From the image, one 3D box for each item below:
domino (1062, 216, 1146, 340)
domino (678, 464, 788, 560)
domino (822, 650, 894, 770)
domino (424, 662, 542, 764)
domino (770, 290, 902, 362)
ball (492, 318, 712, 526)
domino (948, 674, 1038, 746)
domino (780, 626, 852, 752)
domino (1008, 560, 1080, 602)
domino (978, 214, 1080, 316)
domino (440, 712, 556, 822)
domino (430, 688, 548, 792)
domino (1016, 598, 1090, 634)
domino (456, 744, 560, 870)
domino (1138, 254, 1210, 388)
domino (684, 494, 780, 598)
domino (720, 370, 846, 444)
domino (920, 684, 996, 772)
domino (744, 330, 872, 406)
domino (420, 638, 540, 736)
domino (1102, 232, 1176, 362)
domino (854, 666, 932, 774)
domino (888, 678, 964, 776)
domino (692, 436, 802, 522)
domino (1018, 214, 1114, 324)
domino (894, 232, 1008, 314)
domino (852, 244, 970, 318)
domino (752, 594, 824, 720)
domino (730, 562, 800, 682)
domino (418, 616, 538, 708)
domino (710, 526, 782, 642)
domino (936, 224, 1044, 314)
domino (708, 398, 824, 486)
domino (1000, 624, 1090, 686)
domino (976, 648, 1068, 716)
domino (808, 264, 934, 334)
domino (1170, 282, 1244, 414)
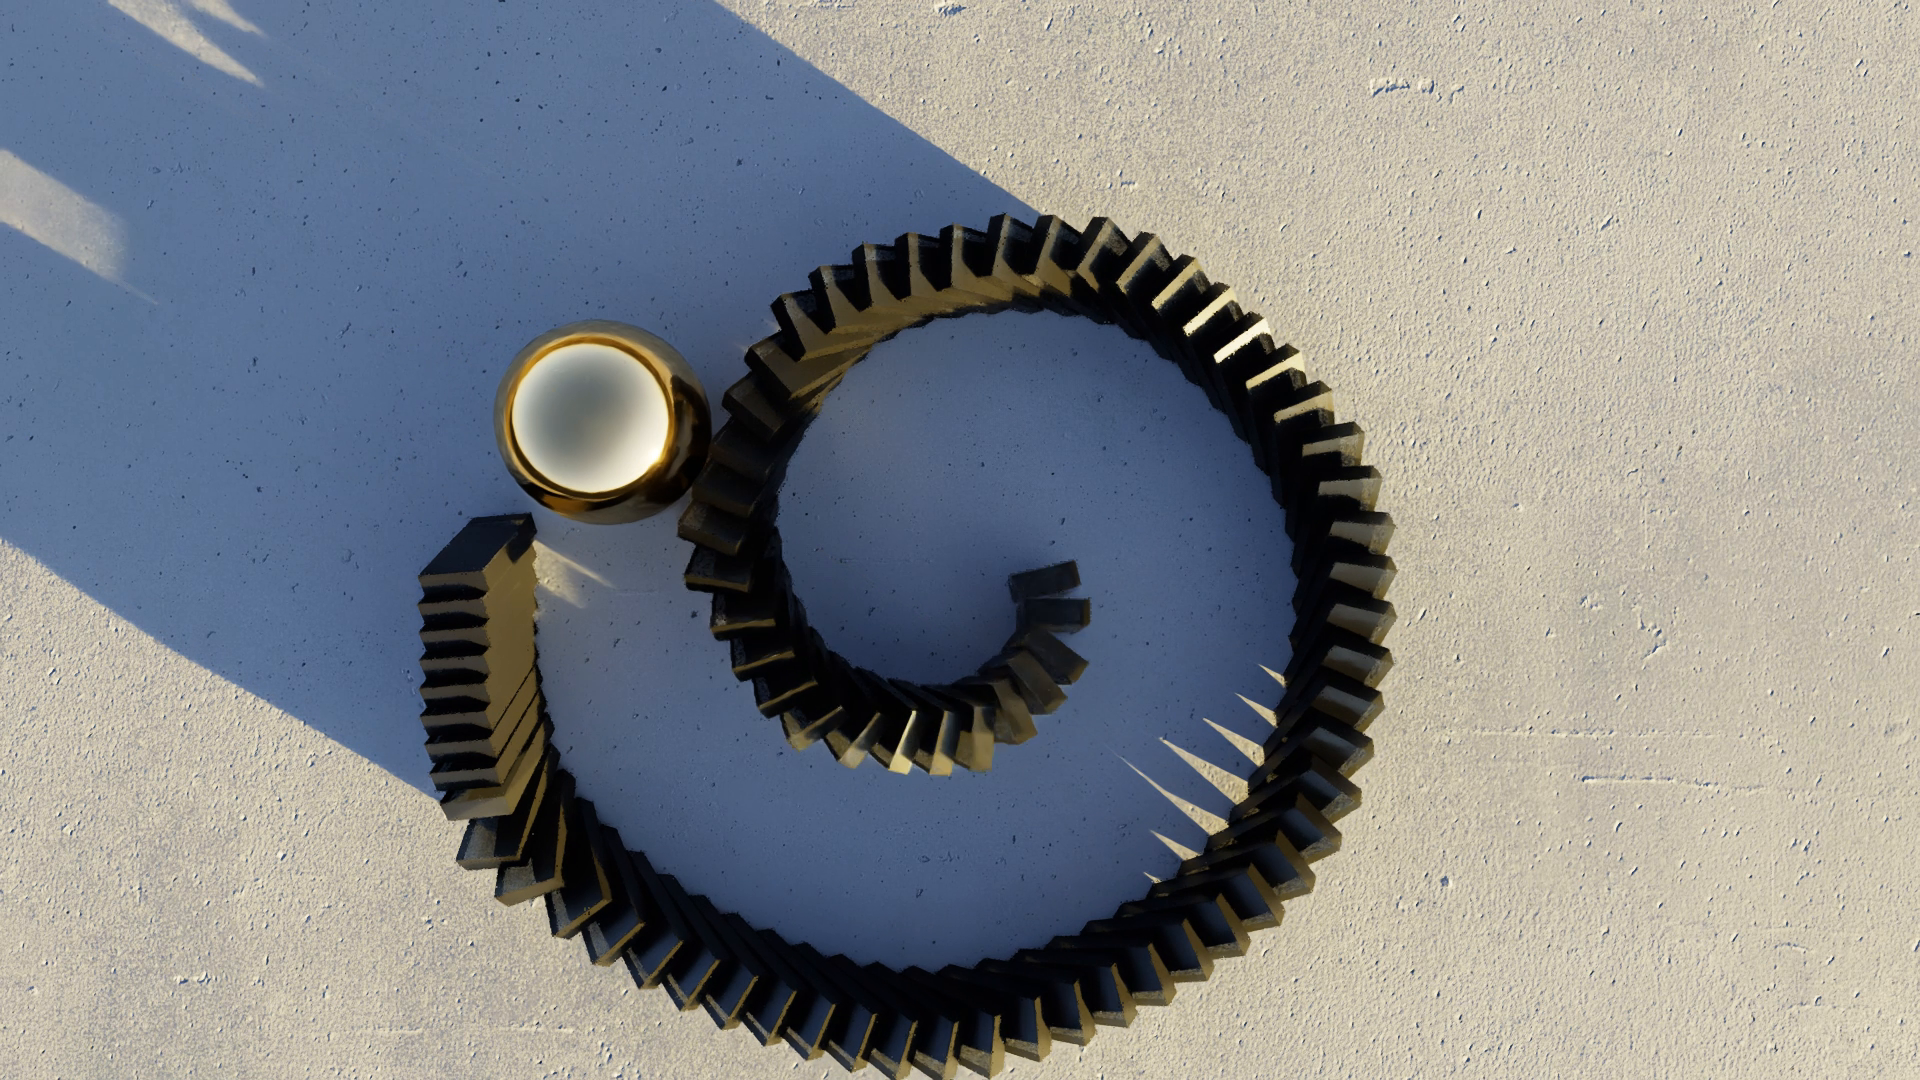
[{"bbox_3d":[0.067,-0.108,0.381,0.050,0.010,0.025,32,89,-38],"label":"domino"},{"bbox_3d":[-0.094,-0.017,0.380,0.025,0.010,0.050,21,49,0],"label":"domino"},{"bbox_3d":[-0.049,0.069,0.378,0.025,0.050,0.010,-51,129,0],"label":"domino"},{"bbox_3d":[-0.194,0.070,0.376,0.025,0.050,0.009,-5,118,0],"label":"domino"},{"bbox_3d":[-0.051,-0.092,0.381,0.050,0.009,0.025,-24,89,-39],"label":"domino"},{"bbox_3d":[-0.139,-0.046,0.360,0.080,0.080,0.080,0,90,0],"label":"ball"},{"bbox_3d":[0.013,0.069,0.375,0.010,0.050,0.025,-22,90,-23],"label":"domino"},{"bbox_3d":[-0.064,0.060,0.378,0.025,0.050,0.010,-32,131,0],"label":"domino"},{"bbox_3d":[0.034,0.018,0.375,0.025,0.050,0.009,-13,85,0],"label":"domino"},{"bbox_3d":[0.032,-0.113,0.381,0.050,0.009,0.025,12,90,-37],"label":"domino"},{"bbox_3d":[-0.188,0.092,0.376,0.025,0.050,0.010,-7,119,0],"label":"domino"},{"bbox_3d":[-0.192,0.081,0.376,0.025,0.050,0.009,-5,119,0],"label":"domino"},{"bbox_3d":[0.037,0.032,0.375,0.025,0.050,0.010,1,80,0],"label":"domino"},{"bbox_3d":[-0.186,0.109,0.379,0.025,0.009,0.050,-5,47,3],"label":"domino"},{"bbox_3d":[0.096,-0.090,0.381,0.025,0.009,0.050,-44,127,0],"label":"domino"},{"bbox_3d":[-0.094,0.000,0.380,0.025,0.010,0.050,9,49,0],"label":"domino"},{"bbox_3d":[-0.072,-0.064,0.381,0.025,0.009,0.050,39,51,0],"label":"domino"},{"bbox_3d":[-0.002,0.076,0.376,0.010,0.050,0.025,3,90,-27],"label":"domino"},{"bbox_3d":[-0.062,-0.078,0.380,0.025,0.009,0.050,48,50,0],"label":"domino"},{"bbox_3d":[-0.195,0.059,0.376,0.025,0.050,0.010,-5,118,0],"label":"domino"},{"bbox_3d":[0.082,-0.100,0.381,0.025,0.009,0.050,-50,127,-1],"label":"domino"},{"bbox_3d":[-0.033,0.073,0.377,0.009,0.050,0.025,23,90,-36],"label":"domino"},{"bbox_3d":[-0.017,0.076,0.376,0.010,0.050,0.025,14,90,-31],"label":"domino"},{"bbox_3d":[-0.088,-0.032,0.380,0.025,0.009,0.050,24,50,0],"label":"domino"},{"bbox_3d":[0.049,-0.111,0.381,0.050,0.010,0.025,19,90,-39],"label":"domino"},{"bbox_3d":[-0.003,-0.110,0.381,0.050,0.009,0.025,-3,89,-38],"label":"domino"},{"bbox_3d":[-0.020,-0.107,0.381,0.050,0.009,0.025,-7,89,-38],"label":"domino"},{"bbox_3d":[-0.074,0.047,0.379,0.025,0.050,0.010,-24,134,0],"label":"domino"},{"bbox_3d":[-0.082,0.033,0.379,0.025,0.010,0.050,-16,46,0],"label":"domino"},{"bbox_3d":[-0.196,0.048,0.376,0.025,0.050,0.010,-5,118,0],"label":"domino"},{"bbox_3d":[-0.088,0.017,0.380,0.025,0.010,0.050,-8,47,0],"label":"domino"},{"bbox_3d":[0.014,-0.112,0.381,0.050,0.009,0.025,3,90,-37],"label":"domino"},{"bbox_3d":[-0.080,-0.047,0.381,0.025,0.009,0.050,28,52,0],"label":"domino"},{"bbox_3d":[0.033,0.048,0.375,0.025,0.050,0.010,37,77,0],"label":"domino"},{"bbox_3d":[0.024,0.059,0.375,0.010,0.050,0.025,-40,90,-18],"label":"domino"},{"bbox_3d":[-0.036,-0.101,0.381,0.050,0.010,0.025,-15,88,-38],"label":"domino"},{"bbox_3d":[0.109,-0.079,0.381,0.025,0.009,0.050,-41,127,0],"label":"domino"}]
